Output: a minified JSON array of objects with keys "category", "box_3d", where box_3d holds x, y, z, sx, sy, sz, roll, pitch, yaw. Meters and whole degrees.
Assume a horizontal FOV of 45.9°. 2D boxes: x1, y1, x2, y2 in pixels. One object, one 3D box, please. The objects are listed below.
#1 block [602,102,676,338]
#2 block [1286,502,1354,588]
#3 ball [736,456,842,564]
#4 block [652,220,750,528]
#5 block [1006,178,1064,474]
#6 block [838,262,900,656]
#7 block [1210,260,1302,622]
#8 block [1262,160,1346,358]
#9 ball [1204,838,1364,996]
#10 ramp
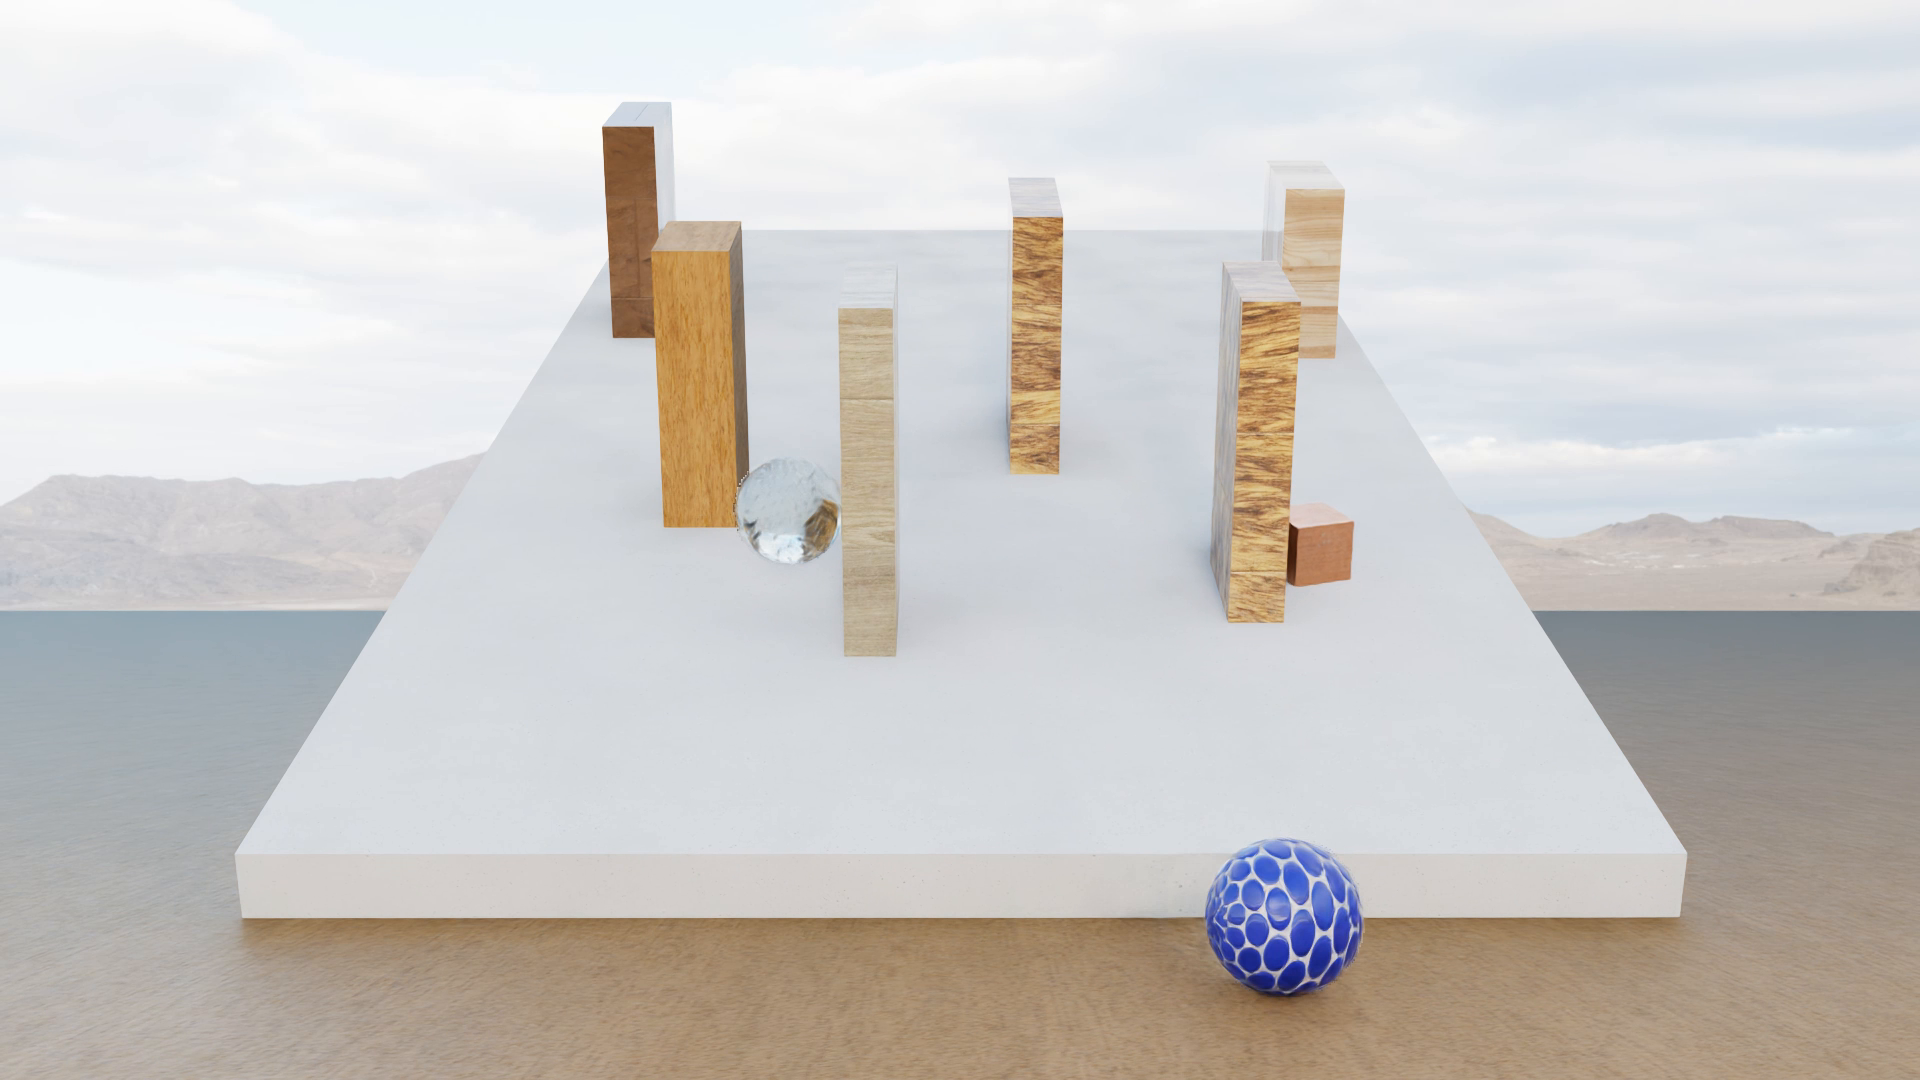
[{"category":"block","box_3d":[-0.807,-0.819,5.768,0.127,0.530,0.373,0,20,0]},{"category":"block","box_3d":[0.635,0.008,4.121,0.113,0.113,0.113,-7,21,-19]},{"category":"ball","box_3d":[-0.303,-0.053,4.051,0.193,0.193,0.193,0,-2,0]},{"category":"block","box_3d":[-0.499,-0.324,4.398,0.144,0.541,0.264,0,20,0]},{"category":"block","box_3d":[0.154,-0.457,4.773,0.101,0.537,0.408,0,20,0]},{"category":"block","box_3d":[-0.150,-0.141,3.823,0.086,0.595,0.325,0,20,0]},{"category":"block","box_3d":[0.511,-0.174,3.954,0.096,0.569,0.292,0,20,0]},{"category":"block","box_3d":[0.841,-0.699,5.613,0.141,0.416,0.363,0,20,0]},{"category":"ball","box_3d":[0.362,0.421,2.532,0.175,0.175,0.175,0,-2,0]},{"category":"ramp","box_3d":[-0.005,-0.208,5.017,2.000,0.100,4.000,0,20,0]}]
